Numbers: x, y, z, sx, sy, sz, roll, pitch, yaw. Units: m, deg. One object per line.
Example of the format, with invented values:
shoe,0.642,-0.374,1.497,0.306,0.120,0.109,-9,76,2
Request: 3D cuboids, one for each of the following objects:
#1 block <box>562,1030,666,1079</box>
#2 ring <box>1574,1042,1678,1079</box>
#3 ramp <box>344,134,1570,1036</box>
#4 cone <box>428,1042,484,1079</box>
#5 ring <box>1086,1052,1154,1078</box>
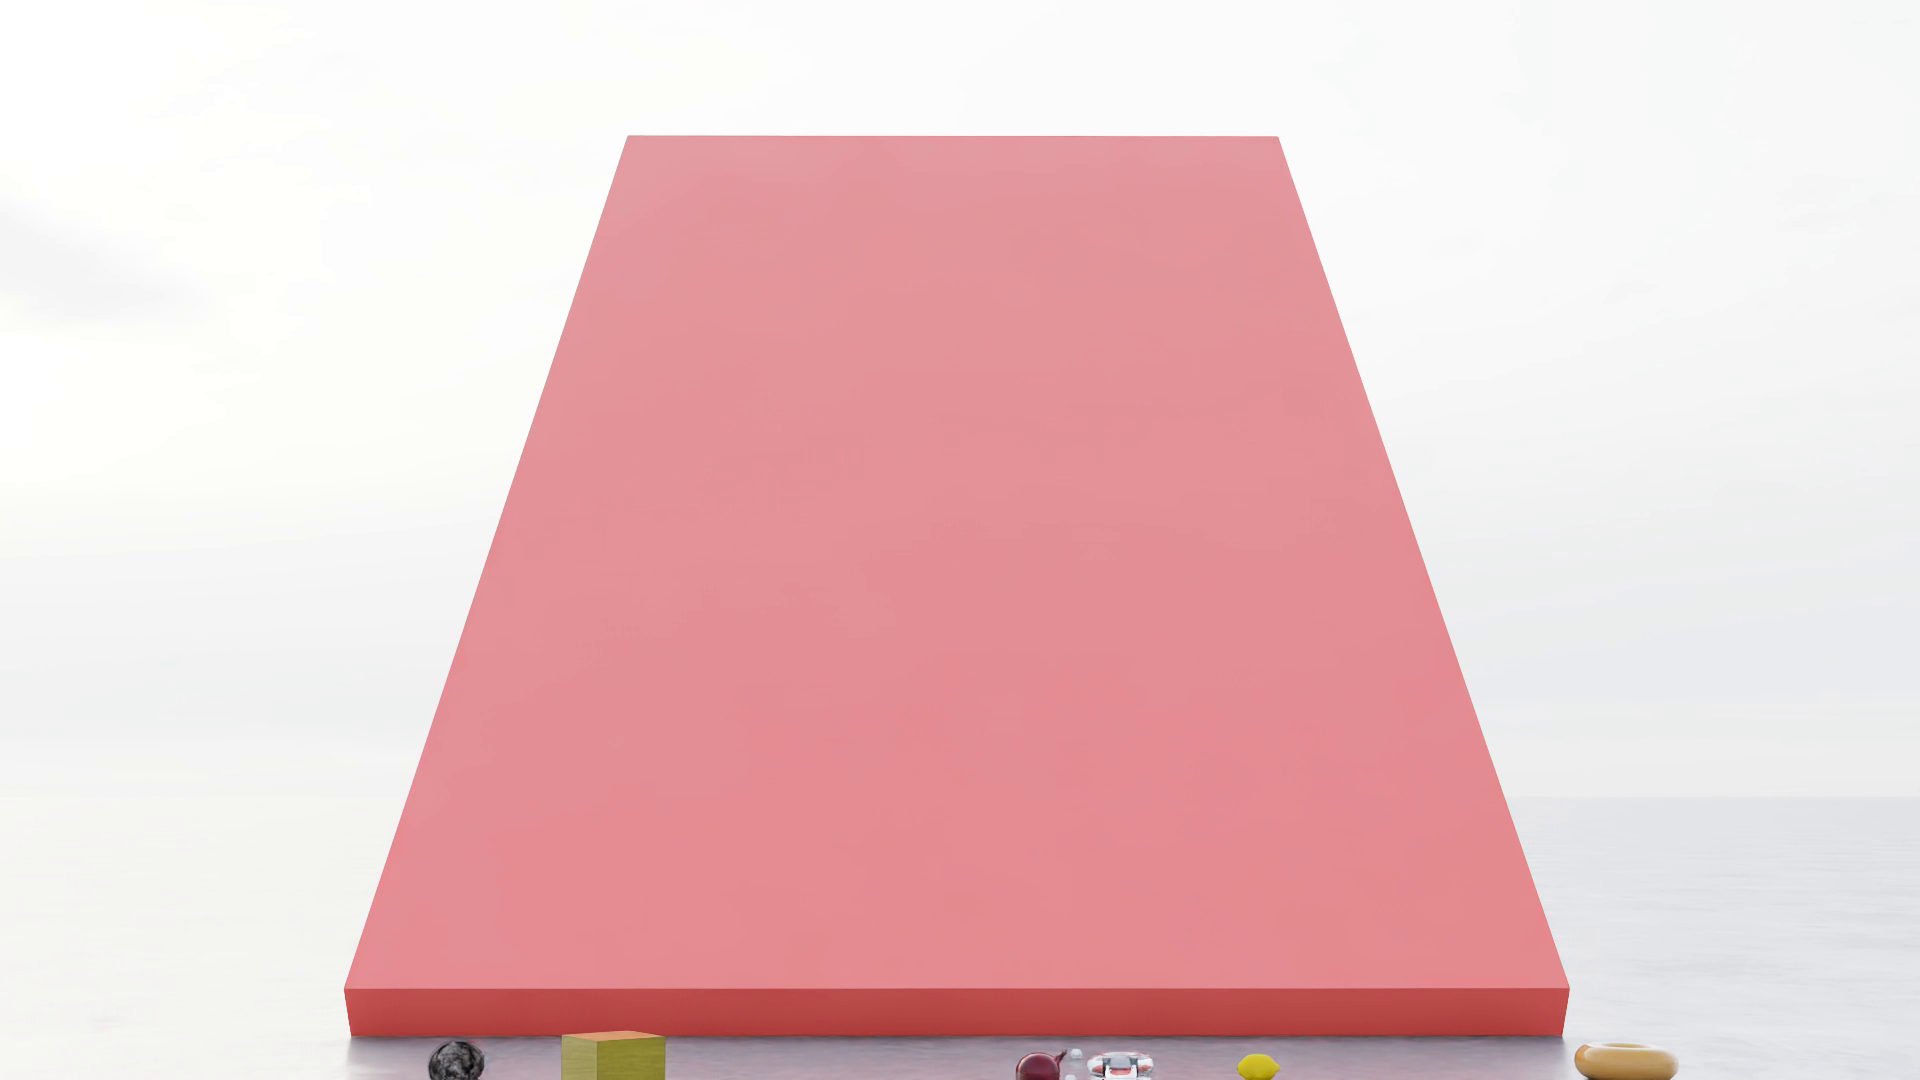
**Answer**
block,-0.436,0.671,3.027,0.096,0.096,0.096,4,-7,-36
ring,0.934,0.732,3.379,0.142,0.047,0.142,1,-6,0
ramp,-0.013,-0.213,5.692,2.000,0.100,4.000,0,30,0
cone,-0.667,0.722,3.217,0.075,0.075,0.075,2,20,-20
ring,0.227,0.744,3.415,0.095,0.032,0.095,-1,-7,0
